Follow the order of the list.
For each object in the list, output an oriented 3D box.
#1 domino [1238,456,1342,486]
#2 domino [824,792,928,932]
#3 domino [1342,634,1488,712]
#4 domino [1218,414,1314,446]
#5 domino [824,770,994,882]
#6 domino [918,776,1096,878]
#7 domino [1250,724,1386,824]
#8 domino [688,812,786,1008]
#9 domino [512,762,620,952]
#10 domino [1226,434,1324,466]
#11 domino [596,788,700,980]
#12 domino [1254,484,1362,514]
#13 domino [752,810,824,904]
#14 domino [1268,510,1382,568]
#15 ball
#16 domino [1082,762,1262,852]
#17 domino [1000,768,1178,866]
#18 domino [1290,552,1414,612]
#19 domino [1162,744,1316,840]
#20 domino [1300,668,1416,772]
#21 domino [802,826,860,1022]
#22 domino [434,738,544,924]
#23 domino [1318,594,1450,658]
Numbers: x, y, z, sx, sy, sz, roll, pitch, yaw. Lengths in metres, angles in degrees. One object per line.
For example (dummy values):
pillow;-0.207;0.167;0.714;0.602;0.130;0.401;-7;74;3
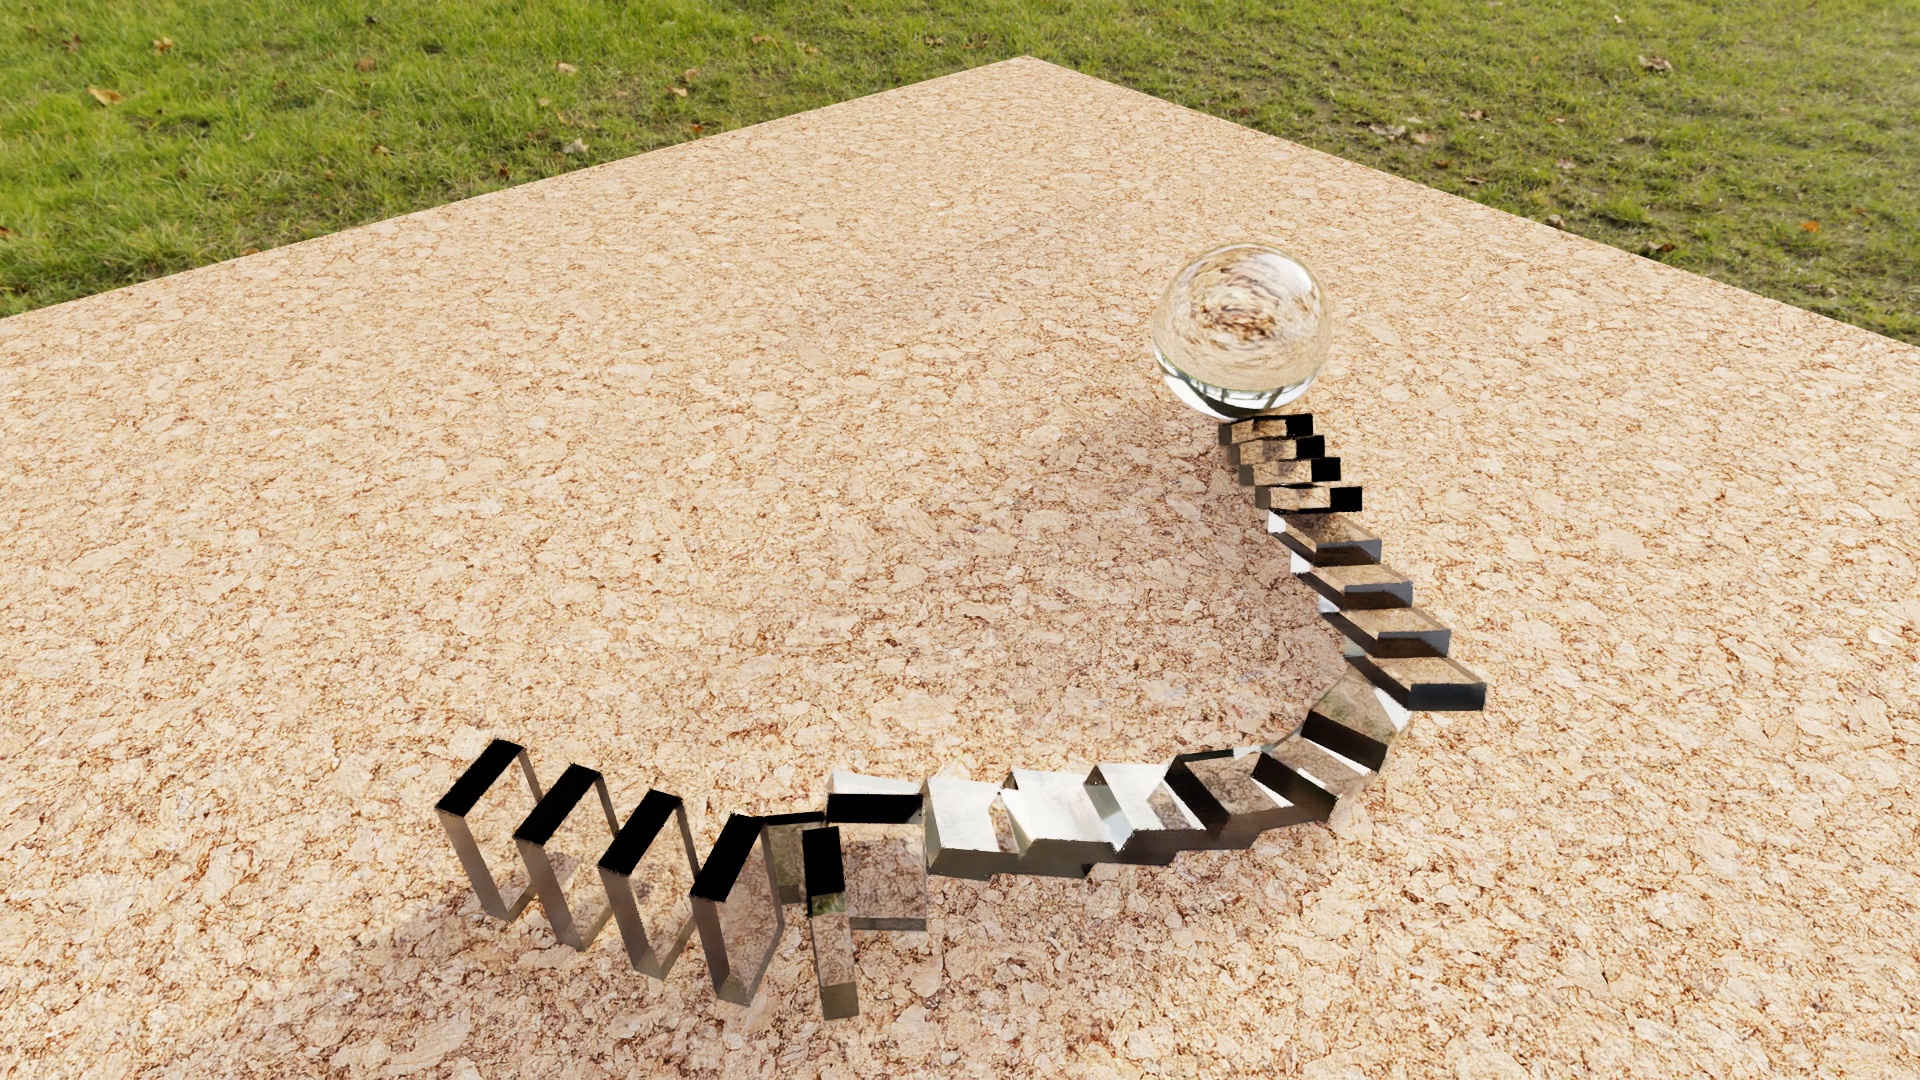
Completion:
domino;0.136;-0.028;0.455;0.025;0.010;0.050;-3;1;-3
domino;-0.022;0.089;0.302;0.025;0.050;0.009;1;39;1
domino;0.153;0.044;0.373;0.025;0.009;0.050;1;14;-5
domino;0.132;-0.047;0.479;0.025;0.010;0.050;-3;1;-3
domino;-0.014;0.085;0.325;0.050;0.010;0.025;13;36;-19
domino;0.014;0.085;0.325;0.050;0.010;0.025;11;35;-22
domino;0.113;0.070;0.343;0.025;0.010;0.050;31;25;31
domino;-0.058;0.098;0.291;0.010;0.050;0.025;10;40;12
domino;-0.105;0.088;0.304;0.010;0.050;0.025;13;41;16
domino;0.133;-0.038;0.467;0.025;0.009;0.050;-3;1;-3
domino;-0.082;0.094;0.297;0.009;0.050;0.025;13;41;15
domino;0.139;-0.017;0.443;0.025;0.009;0.050;-3;4;-3
domino;-0.040;0.094;0.329;0.050;0.010;0.025;-4;39;-5
domino;0.142;-0.002;0.430;0.025;0.009;0.050;-3;16;-4
ball;0.128;-0.095;0.504;0.080;0.080;0.080;0;39;0
domino;0.064;0.080;0.330;0.050;0.010;0.025;8;33;-29
domino;0.039;0.083;0.328;0.050;0.009;0.025;10;35;-23
domino;0.145;0.014;0.411;0.025;0.010;0.050;-3;14;-4
domino;0.089;0.076;0.335;0.050;0.009;0.025;3;32;-37
domino;0.131;0.058;0.358;0.025;0.010;0.050;25;22;27
domino;-0.034;0.101;0.288;0.009;0.050;0.025;-6;40;-8
domino;-0.129;0.083;0.311;0.010;0.050;0.025;13;41;15
domino;0.150;0.029;0.392;0.025;0.010;0.050;-1;14;-4
